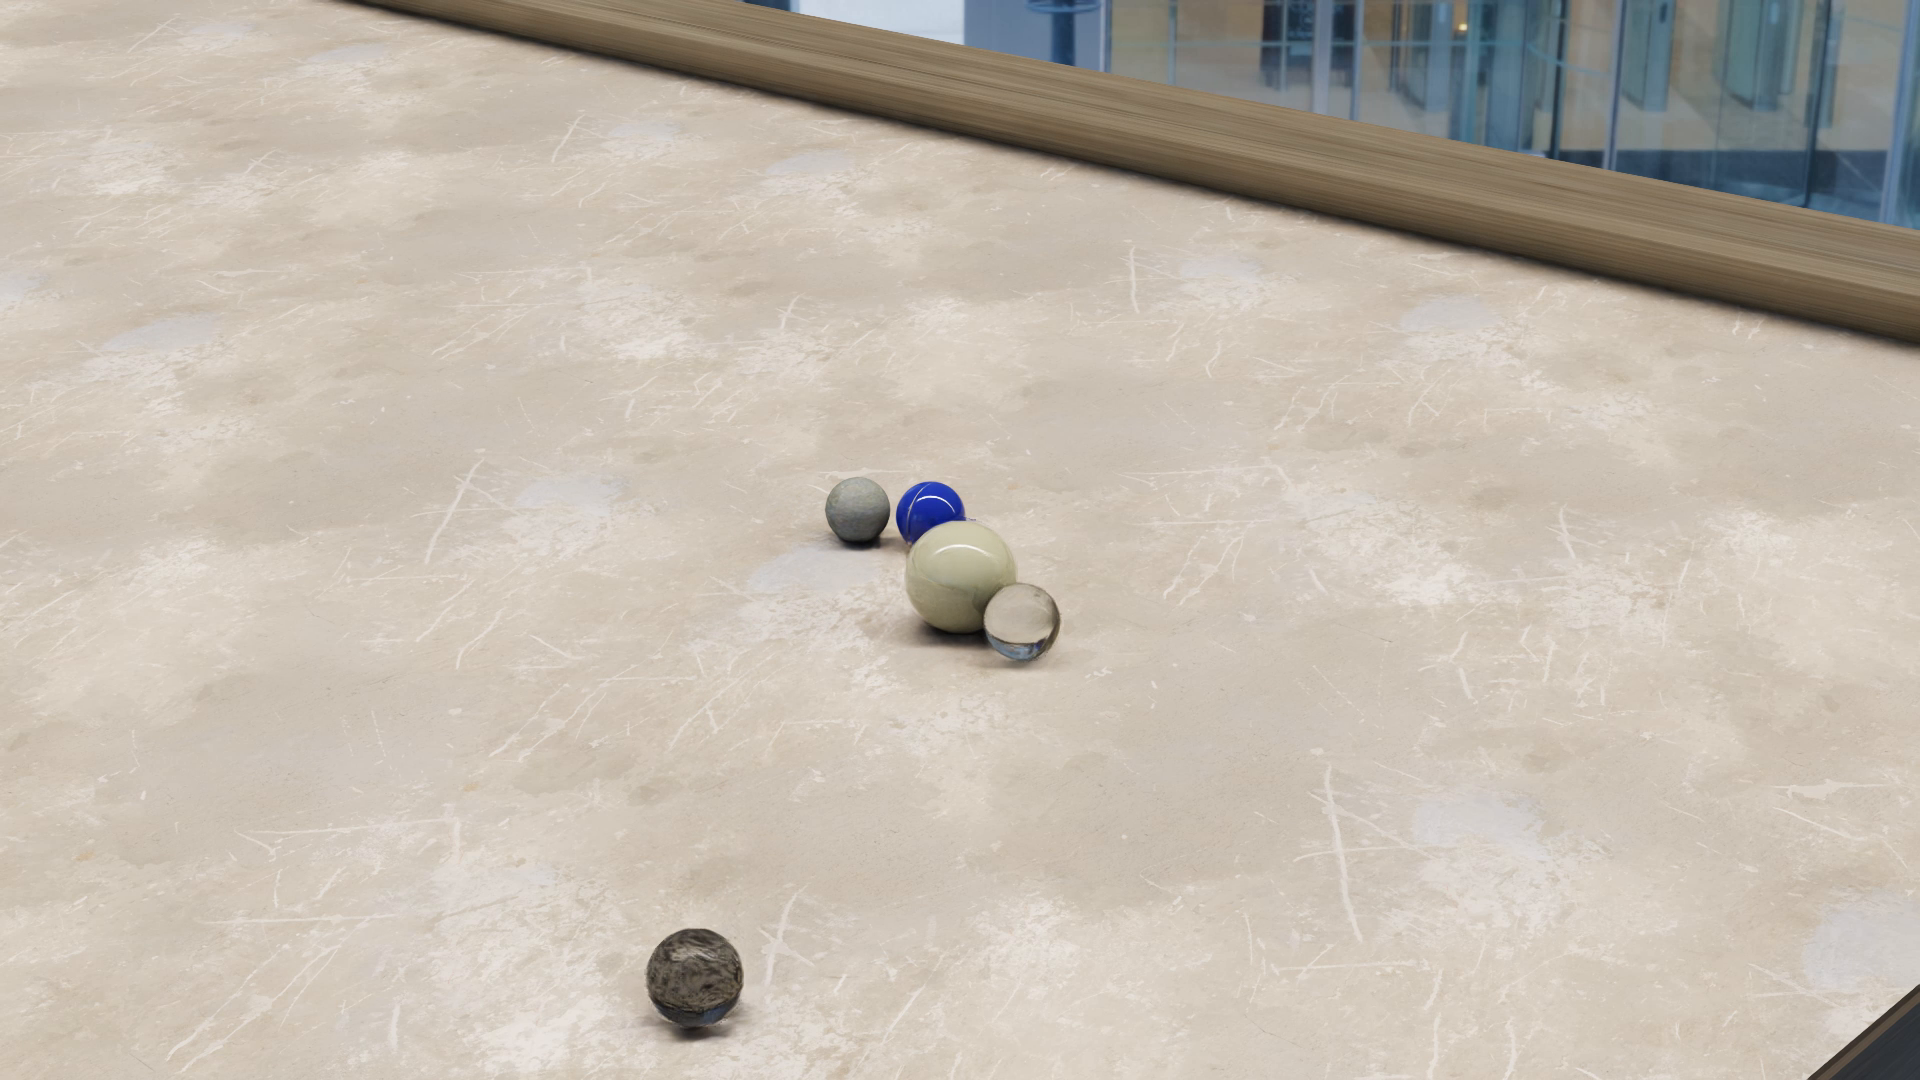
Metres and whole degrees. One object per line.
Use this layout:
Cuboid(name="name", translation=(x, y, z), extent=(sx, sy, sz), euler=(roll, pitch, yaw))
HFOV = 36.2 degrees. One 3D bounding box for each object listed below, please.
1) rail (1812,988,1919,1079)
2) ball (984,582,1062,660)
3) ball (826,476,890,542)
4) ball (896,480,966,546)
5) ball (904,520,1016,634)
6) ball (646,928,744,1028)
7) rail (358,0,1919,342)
Cuboid(name="rail", translation=(0.741, 0.223, 1.924), extent=(0.045, 0.122, 2.377), euler=(19, 28, 39))
Cuboid(name="ball", translation=(0.051, 0.067, 2.400), extent=(0.063, 0.063, 0.063), euler=(0, 22, 0))
Cuboid(name="ball", translation=(-0.092, -0.027, 2.641), extent=(0.059, 0.059, 0.059), euler=(0, 22, 0))
Cuboid(name="ball", translation=(-0.026, -0.021, 2.620), extent=(0.063, 0.063, 0.063), euler=(0, 22, 0))
Cuboid(name="ball", translation=(0.000, 0.031, 2.448), extent=(0.094, 0.094, 0.094), euler=(0, 22, 0))
Cuboid(name="ball", translation=(-0.169, 0.278, 1.870), extent=(0.063, 0.063, 0.063), euler=(0, 22, 0))
Cuboid(name="rail", translation=(0.024, -0.600, 3.987), extent=(4.092, 0.122, 0.045), euler=(19, 28, 39))
